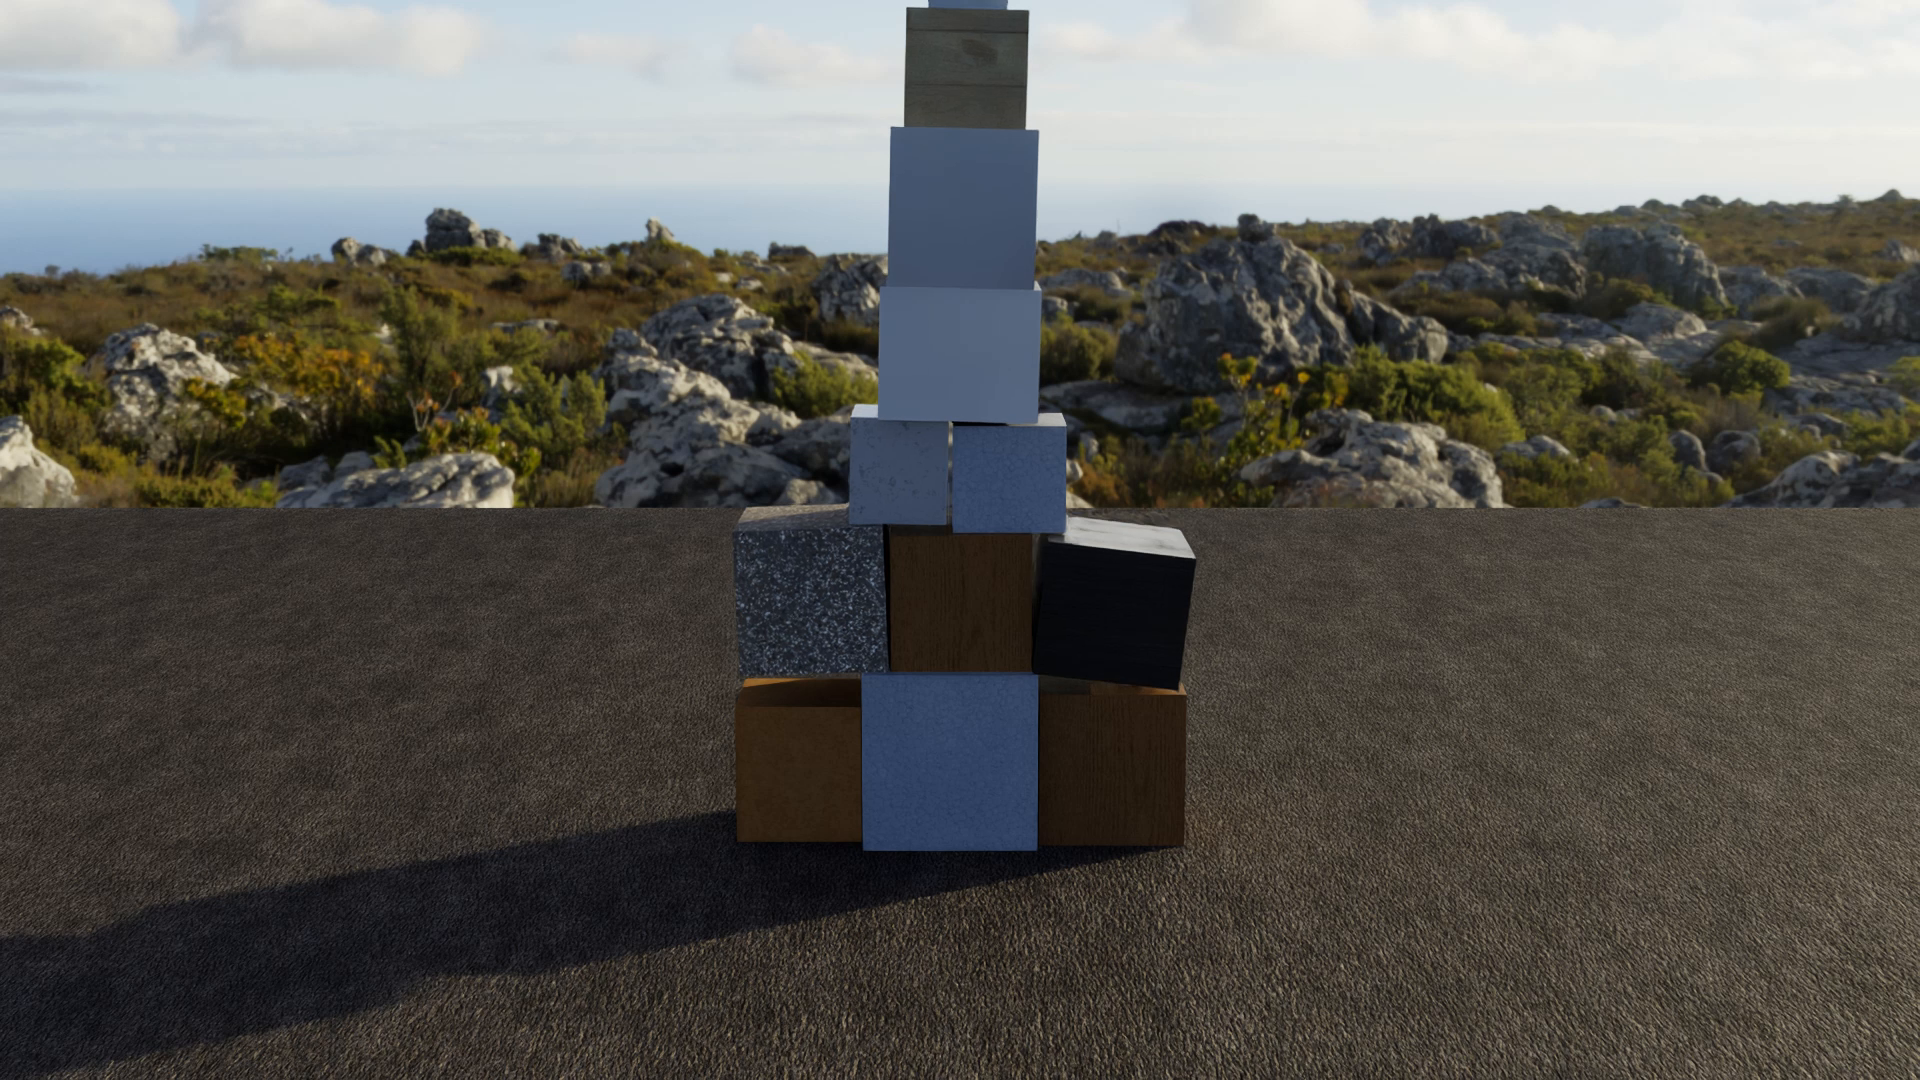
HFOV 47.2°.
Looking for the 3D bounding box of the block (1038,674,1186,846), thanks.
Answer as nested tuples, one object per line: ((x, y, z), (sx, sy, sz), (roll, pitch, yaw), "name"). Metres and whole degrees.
((0.764, 1.089, 11.384), (0.732, 0.783, 0.739), (0, 10, 0), "block")

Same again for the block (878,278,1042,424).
((-0.004, -0.960, 11.015), (0.781, 0.645, 0.741), (1, 10, 0), "block")

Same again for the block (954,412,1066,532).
((0.246, -0.346, 11.126), (0.559, 0.532, 0.536), (0, 10, 0), "block")

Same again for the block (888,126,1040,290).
((0.014, -1.646, 10.862), (0.708, 0.760, 0.670), (1, 10, 0), "block")

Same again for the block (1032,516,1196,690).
((0.756, 0.303, 11.226), (0.729, 0.670, 0.825), (7, 10, -1), "block")

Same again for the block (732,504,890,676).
((-0.736, 0.241, 11.215), (0.740, 0.730, 0.736), (-2, 10, 0), "block")

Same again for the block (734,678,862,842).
((-0.813, 1.131, 11.379), (0.633, 0.704, 0.596), (0, 10, 0), "block")

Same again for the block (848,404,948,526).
((-0.303, -0.386, 11.093), (0.481, 0.527, 0.527), (1, 10, 0), "block")

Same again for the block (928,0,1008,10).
((0.042, -2.772, 10.675), (0.378, 0.411, 0.416), (1, 10, 0), "block")

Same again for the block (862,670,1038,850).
((-0.050, 1.030, 11.385), (0.874, 0.900, 0.921), (0, 10, 0), "block")

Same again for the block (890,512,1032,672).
((0.005, 0.256, 11.215), (0.698, 0.684, 0.697), (0, 10, 0), "block")

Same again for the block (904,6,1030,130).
((0.030, -2.296, 10.760), (0.584, 0.556, 0.631), (1, 10, 0), "block")
